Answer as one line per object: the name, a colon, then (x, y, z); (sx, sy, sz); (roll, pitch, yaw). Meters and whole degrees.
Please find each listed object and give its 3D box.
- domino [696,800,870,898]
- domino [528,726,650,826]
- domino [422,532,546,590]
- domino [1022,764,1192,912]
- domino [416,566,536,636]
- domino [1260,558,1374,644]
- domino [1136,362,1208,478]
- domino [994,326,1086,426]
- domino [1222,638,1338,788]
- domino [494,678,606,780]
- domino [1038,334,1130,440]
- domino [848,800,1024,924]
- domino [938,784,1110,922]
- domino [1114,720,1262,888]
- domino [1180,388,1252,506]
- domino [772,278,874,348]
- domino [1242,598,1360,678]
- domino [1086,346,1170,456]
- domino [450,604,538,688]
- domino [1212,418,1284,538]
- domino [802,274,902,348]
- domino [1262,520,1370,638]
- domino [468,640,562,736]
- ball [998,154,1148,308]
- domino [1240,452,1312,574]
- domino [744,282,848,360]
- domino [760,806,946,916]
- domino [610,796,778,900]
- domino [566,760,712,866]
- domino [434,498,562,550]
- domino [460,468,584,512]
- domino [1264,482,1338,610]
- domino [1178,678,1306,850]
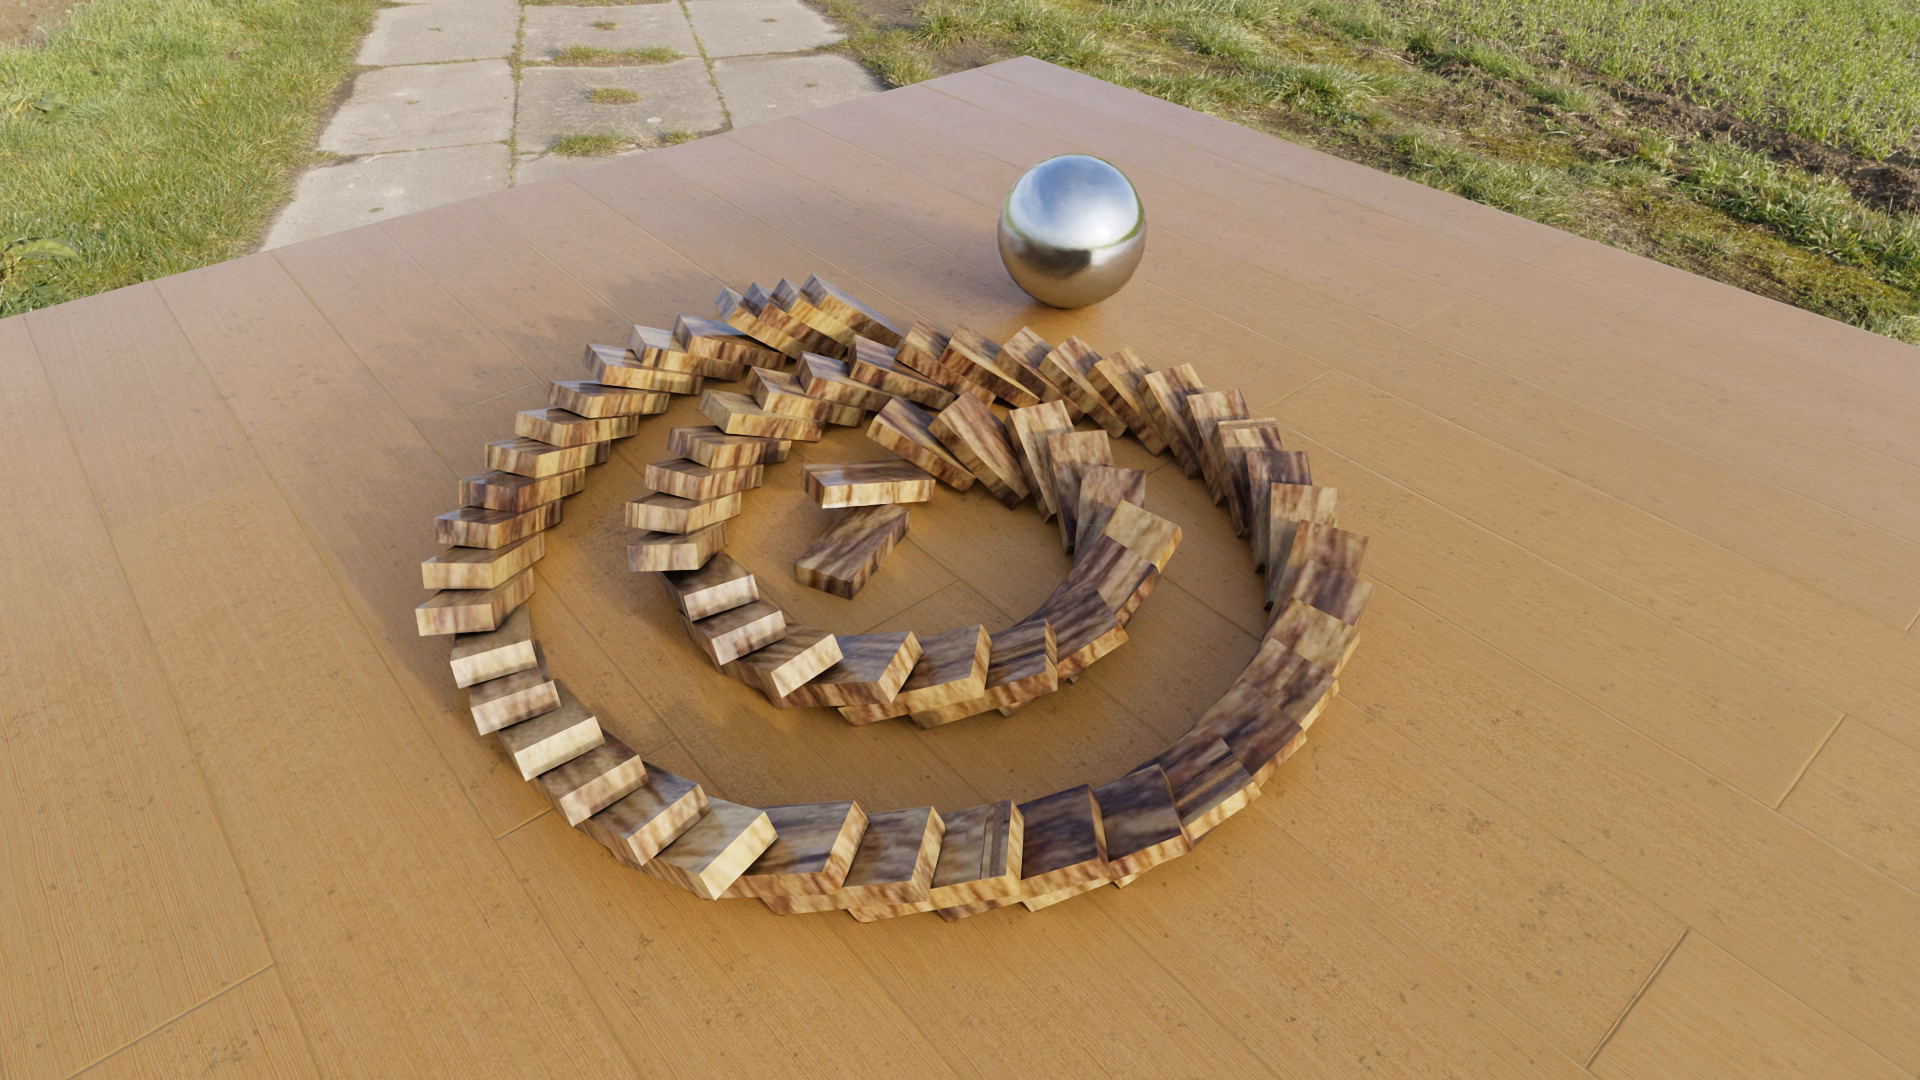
domino: (-0.053, 0.090, 0.318); (0.050, 0.009, 0.025); (-12, 33, 28)
domino: (-0.118, 0.070, 0.341); (0.025, 0.010, 0.050); (-29, 22, -30)
domino: (-0.180, 0.007, 0.418); (0.025, 0.009, 0.050); (0, 14, 0)
domino: (0.040, 0.087, 0.321); (0.050, 0.010, 0.025); (-24, 39, 11)
domino: (-0.175, 0.022, 0.401); (0.025, 0.010, 0.050); (-4, 14, -5)
domino: (0.123, 0.033, 0.386); (0.025, 0.009, 0.050); (25, 71, 26)
domino: (0.102, -0.054, 0.492); (0.025, 0.009, 0.050); (-18, 69, -21)
domino: (0.043, -0.078, 0.523); (0.050, 0.009, 0.025); (39, 48, 5)
domino: (0.096, 0.058, 0.356); (0.050, 0.010, 0.025); (-47, 54, -11)
domino: (-0.134, 0.060, 0.354); (0.025, 0.010, 0.050); (-25, 20, -27)
domino: (0.063, -0.072, 0.514); (0.050, 0.010, 0.025); (43, 51, 7)
domino: (-0.007, 0.092, 0.315); (0.050, 0.010, 0.025); (-17, 35, 20)
domino: (0.017, 0.090, 0.317); (0.050, 0.010, 0.025); (-21, 37, 15)
domino: (0.062, 0.079, 0.330); (0.050, 0.010, 0.025); (-34, 44, 1)
domino: (0.116, -0.040, 0.476); (0.025, 0.010, 0.050); (-9, 66, -11)
domino: (-0.069, -0.113, 0.557); (0.050, 0.009, 0.025); (23, 21, -41)
domino: (0.110, 0.046, 0.371); (0.025, 0.010, 0.050); (29, 73, 30)
domino: (0.084, -0.064, 0.505); (0.025, 0.010, 0.050); (-30, 74, -31)
domino: (-0.162, 0.036, 0.383); (0.025, 0.009, 0.050); (-16, 16, -18)
domino: (0.124, -0.026, 0.459); (0.025, 0.009, 0.050); (-5, 65, -6)
domino: (-0.055, -0.116, 0.561); (0.050, 0.010, 0.025); (23, 21, -41)
domino: (0.130, 0.019, 0.403); (0.025, 0.010, 0.050); (17, 69, 19)
domino: (-0.150, 0.048, 0.368); (0.025, 0.010, 0.050); (-19, 18, -21)
ball: (0.060, -0.165, 0.589); (0.080, 0.080, 0.080); (0, 39, 0)
domino: (0.129, -0.012, 0.441); (0.025, 0.010, 0.050); (0, 65, 0)
domino: (-0.083, -0.110, 0.554); (0.050, 0.010, 0.025); (23, 21, -41)
domino: (-0.031, 0.092, 0.315); (0.050, 0.010, 0.025); (-14, 34, 25)
domino: (-0.079, 0.087, 0.321); (0.050, 0.010, 0.025); (0, 31, 43)
domino: (-0.099, 0.079, 0.330); (0.050, 0.010, 0.025); (4, 32, 47)
domino: (-0.182, -0.008, 0.437); (0.025, 0.010, 0.050); (6, 14, 8)
domino: (-0.180, -0.023, 0.455); (0.025, 0.010, 0.050); (8, 15, 10)
domino: (0.131, 0.003, 0.423); (0.025, 0.010, 0.050); (6, 66, 7)
domino: (0.080, 0.069, 0.342); (0.050, 0.009, 0.025); (-41, 50, -7)
